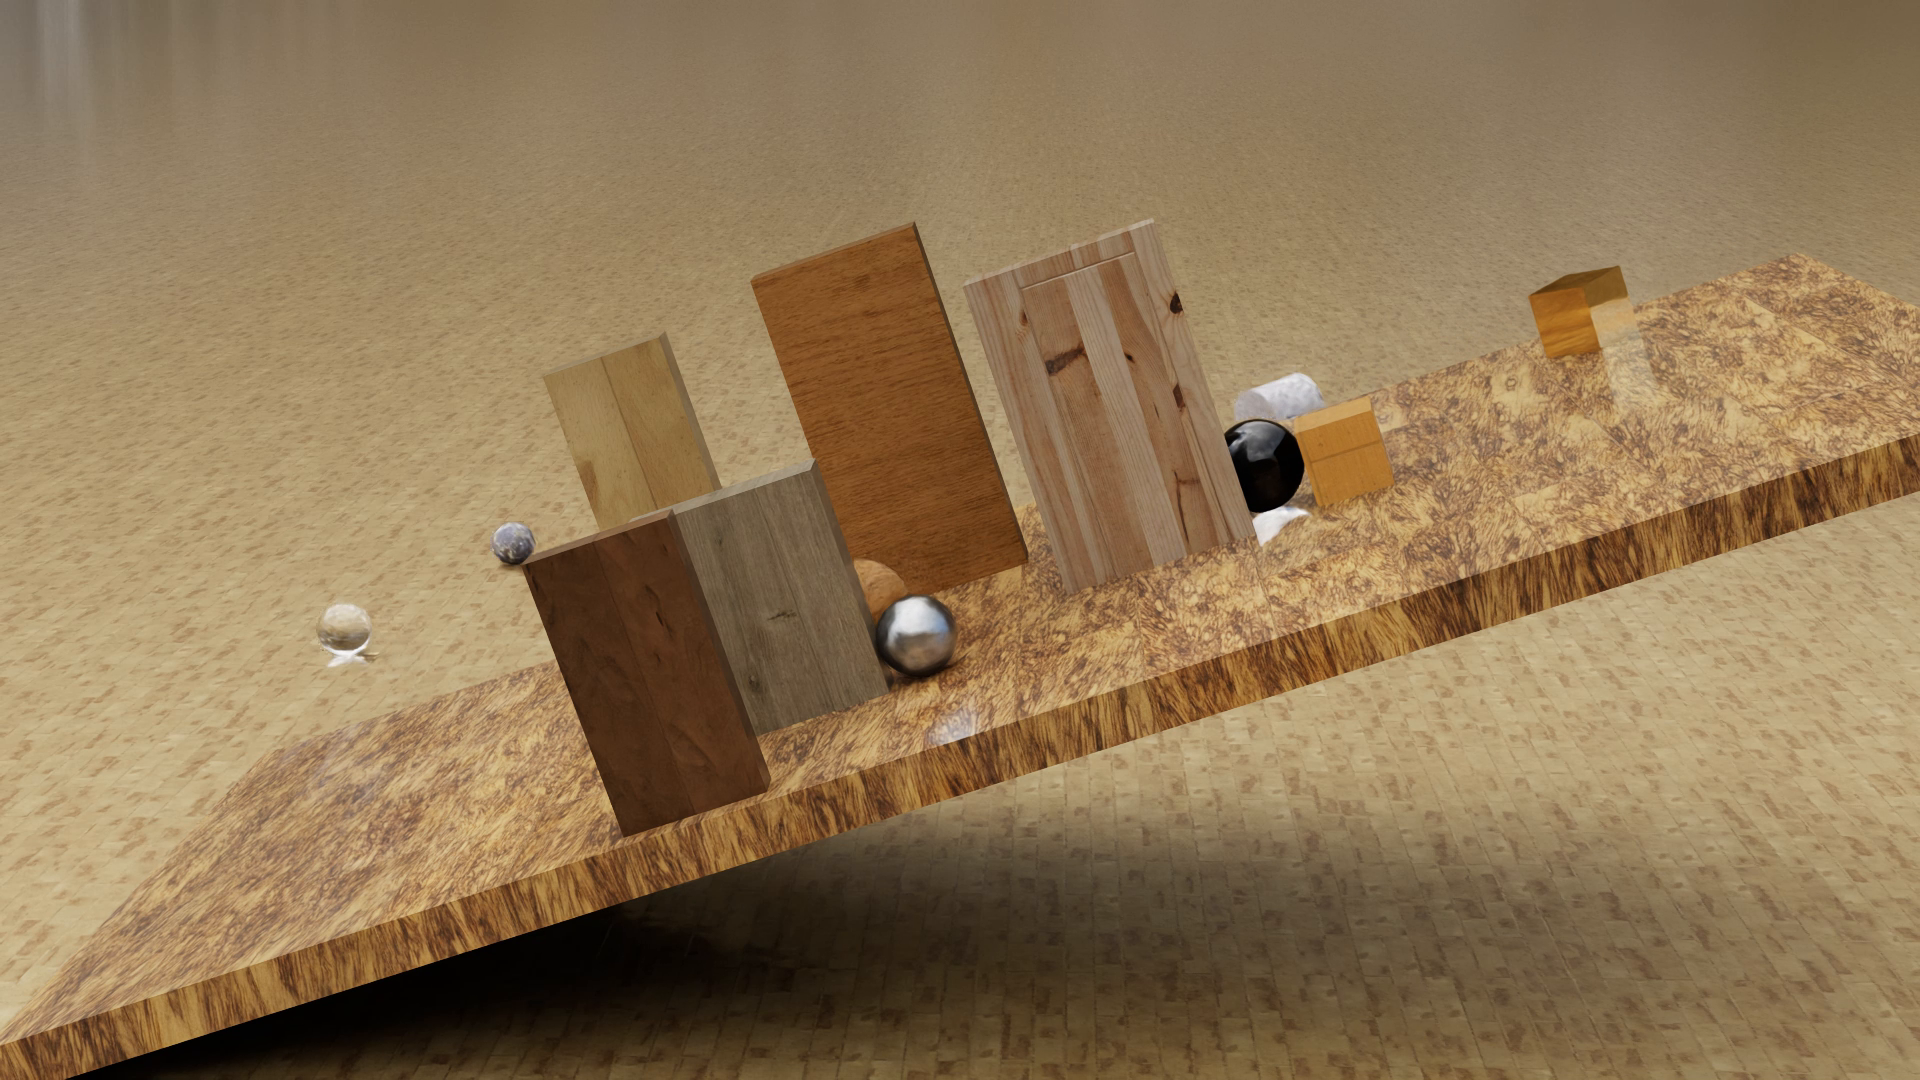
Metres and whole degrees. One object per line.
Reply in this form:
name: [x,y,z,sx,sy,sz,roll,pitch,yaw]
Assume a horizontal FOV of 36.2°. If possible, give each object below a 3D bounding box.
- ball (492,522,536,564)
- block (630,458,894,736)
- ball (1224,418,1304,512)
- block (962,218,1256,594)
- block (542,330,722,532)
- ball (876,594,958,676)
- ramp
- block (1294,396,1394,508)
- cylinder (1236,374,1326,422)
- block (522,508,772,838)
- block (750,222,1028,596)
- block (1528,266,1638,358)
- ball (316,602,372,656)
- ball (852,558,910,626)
ball: [-1.527,0.012,10.059,0.146,0.146,0.146,0,12,0]
block: [-0.401,0.131,5.881,0.395,0.477,0.130,-18,11,6]
ball: [0.635,-0.159,6.274,0.200,0.200,0.200,0,12,0]
block: [0.312,-0.276,6.122,0.414,0.683,0.094,-18,11,6]
block: [-0.723,-0.109,6.995,0.289,0.713,0.122,-18,11,6]
ball: [-0.086,0.191,5.878,0.164,0.164,0.164,0,12,0]
ramp: [0.107,0.180,6.305,4.000,0.100,2.000,-18,11,6]
block: [0.810,-0.188,6.207,0.165,0.165,0.165,-17,11,10]
cylinder: [0.809,-0.323,7.427,0.160,0.160,0.160,-21,21,-30]
block: [-0.576,0.247,5.427,0.283,0.544,0.086,-18,11,6]
block: [-0.153,-0.271,6.597,0.378,0.797,0.115,-18,11,6]
block: [1.446,-0.528,6.825,0.156,0.156,0.156,-28,14,-39]
ball: [-1.847,0.267,8.827,0.162,0.162,0.162,0,12,0]
ball: [-0.207,0.144,6.200,0.209,0.209,0.209,0,12,0]
